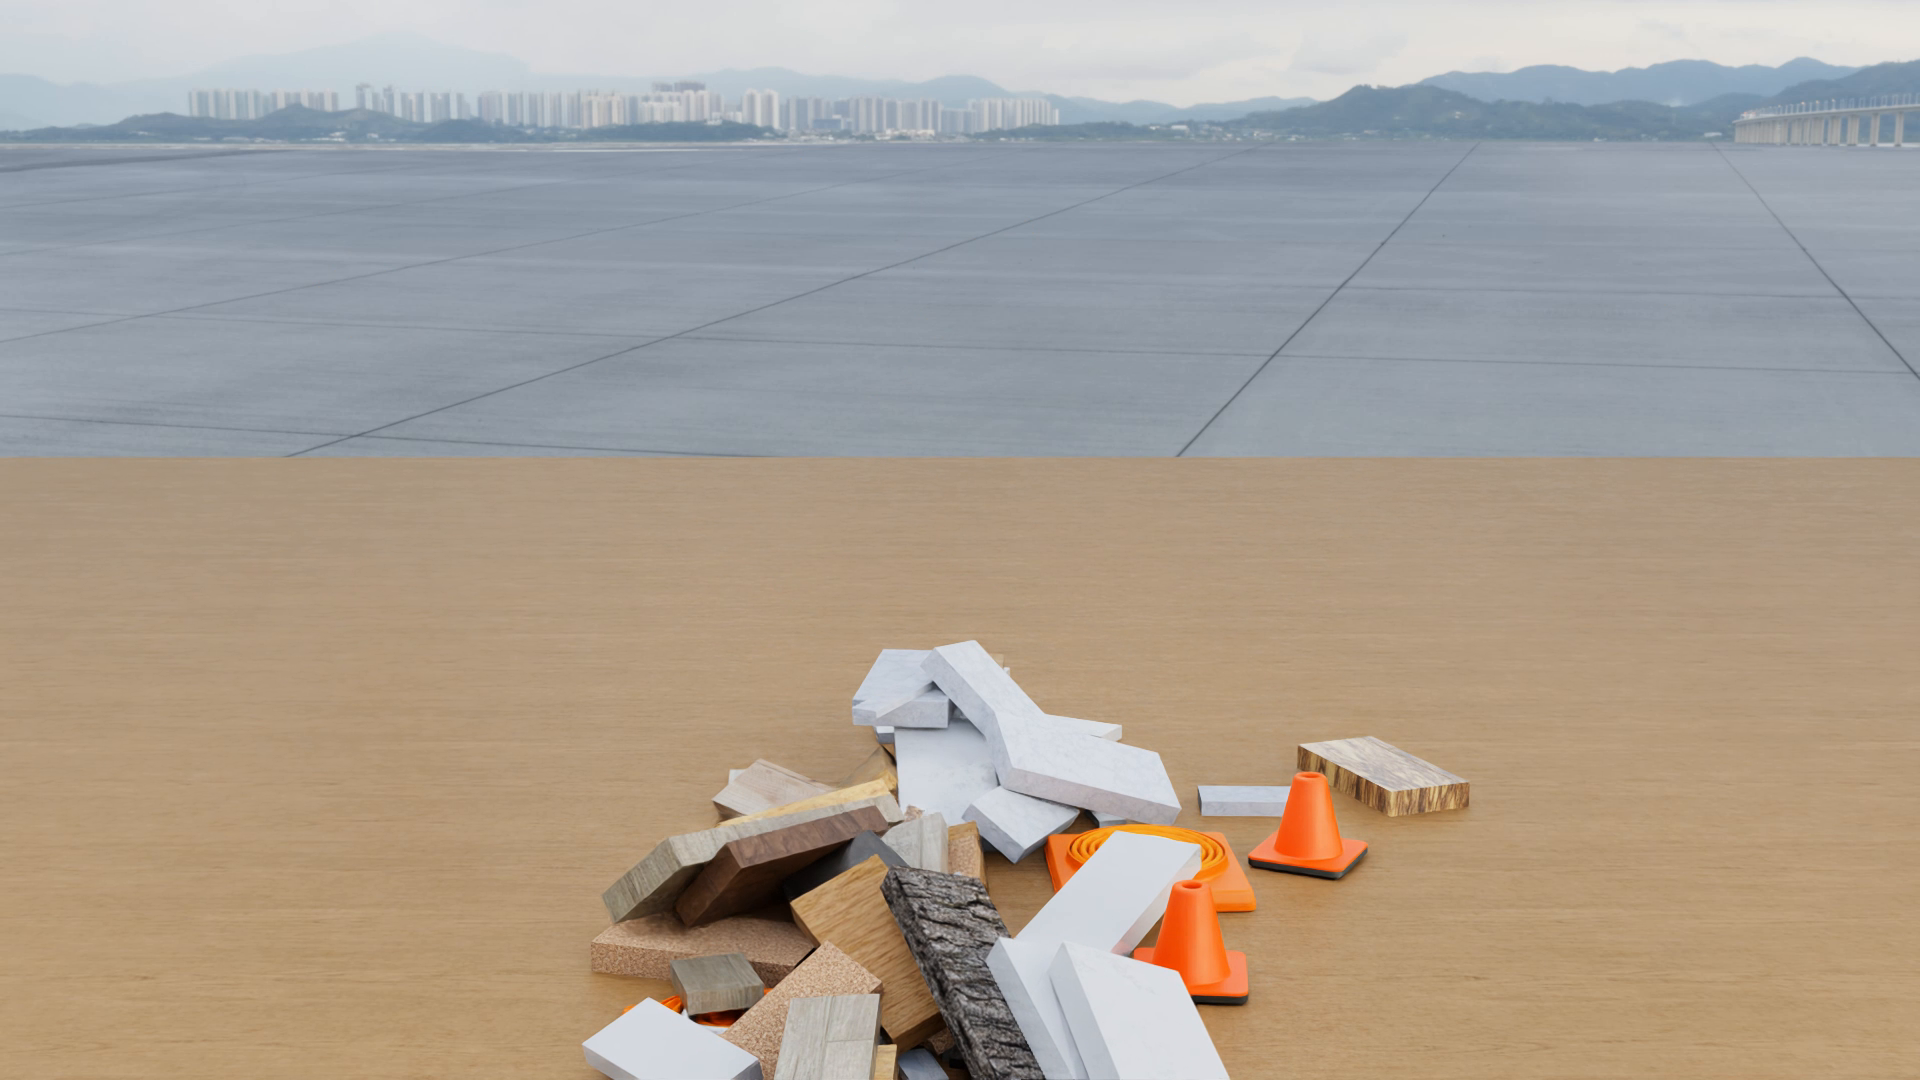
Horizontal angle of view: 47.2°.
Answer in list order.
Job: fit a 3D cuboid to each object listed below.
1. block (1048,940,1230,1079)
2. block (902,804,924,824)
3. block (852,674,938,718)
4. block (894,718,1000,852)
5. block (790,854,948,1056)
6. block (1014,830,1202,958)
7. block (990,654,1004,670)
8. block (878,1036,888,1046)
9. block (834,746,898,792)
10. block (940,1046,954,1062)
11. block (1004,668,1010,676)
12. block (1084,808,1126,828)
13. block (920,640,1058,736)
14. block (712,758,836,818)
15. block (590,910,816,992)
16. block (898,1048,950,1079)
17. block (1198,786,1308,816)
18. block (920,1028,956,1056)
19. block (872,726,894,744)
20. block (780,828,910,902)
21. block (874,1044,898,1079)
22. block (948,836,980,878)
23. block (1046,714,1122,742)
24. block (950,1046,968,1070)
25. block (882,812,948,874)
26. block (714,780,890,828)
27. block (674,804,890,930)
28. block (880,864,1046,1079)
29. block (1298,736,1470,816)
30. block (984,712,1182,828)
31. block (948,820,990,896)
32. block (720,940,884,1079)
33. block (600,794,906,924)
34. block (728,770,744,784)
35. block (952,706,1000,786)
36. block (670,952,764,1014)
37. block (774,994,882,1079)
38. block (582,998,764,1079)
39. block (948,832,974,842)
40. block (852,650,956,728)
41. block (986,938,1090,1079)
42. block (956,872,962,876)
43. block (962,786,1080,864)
[{"bbox_3d":[0.241,0.652,2.792,0.177,0.050,0.355,19,20,-20],"label":"block"},{"bbox_3d":[-0.106,0.527,3.723,0.029,0.101,0.202,23,12,2],"label":"block"},{"bbox_3d":[-0.118,0.292,4.116,0.051,0.015,0.247,6,14,27],"label":"block"},{"bbox_3d":[-0.025,0.445,4.018,0.179,0.051,0.358,-1,28,-3],"label":"block"},{"bbox_3d":[-0.103,0.576,3.077,0.146,0.041,0.292,-27,44,-19],"label":"block"},{"bbox_3d":[0.231,0.575,3.451,0.150,0.043,0.423,6,21,27],"label":"block"},{"bbox_3d":[0.062,0.265,4.647,0.060,0.017,0.191,1,7,2],"label":"block"},{"bbox_3d":[-0.167,0.668,3.081,0.106,0.030,0.212,16,7,-15],"label":"block"},{"bbox_3d":[-0.174,0.452,4.043,0.124,0.035,0.248,-43,6,0],"label":"block"},{"bbox_3d":[0.003,0.689,3.077,0.072,0.020,0.144,-1,11,-7],"label":"block"},{"bbox_3d":[0.009,0.308,4.543,0.148,0.042,0.296,2,7,9],"label":"block"},{"bbox_3d":[0.268,0.510,4.062,0.051,0.015,0.103,-2,11,-12],"label":"block"},{"bbox_3d":[0.102,0.348,4.163,0.382,0.048,0.171,46,21,17],"label":"block"},{"bbox_3d":[-0.337,0.478,4.022,0.124,0.035,0.248,-40,30,-26],"label":"block"},{"bbox_3d":[-0.376,0.624,3.355,0.330,0.047,0.165,3,11,17],"label":"block"},{"bbox_3d":[-0.054,0.714,2.961,0.052,0.015,0.103,-3,11,-17],"label":"block"},{"bbox_3d":[0.549,0.490,4.130,0.198,0.028,0.099,0,11,2],"label":"block"},{"bbox_3d":[-0.031,0.671,3.047,0.072,0.020,0.144,-27,11,-20],"label":"block"},{"bbox_3d":[-0.140,0.396,4.649,0.081,0.023,0.163,-1,11,-7],"label":"block"},{"bbox_3d":[-0.114,0.568,3.264,0.165,0.047,0.428,-29,25,-15],"label":"block"},{"bbox_3d":[-0.143,0.700,2.741,0.118,0.034,0.237,-3,13,2],"label":"block"},{"bbox_3d":[-0.028,0.560,3.483,0.115,0.033,0.230,-15,26,9],"label":"block"},{"bbox_3d":[0.228,0.401,4.612,0.198,0.028,0.099,6,12,29],"label":"block"},{"bbox_3d":[0.021,0.689,2.992,0.052,0.015,0.103,4,16,11],"label":"block"},{"bbox_3d":[-0.079,0.511,3.483,0.115,0.033,0.229,-19,17,6],"label":"block"},{"bbox_3d":[-0.296,0.503,3.718,0.355,0.050,0.177,-10,-26,-43],"label":"block"},{"bbox_3d":[-0.275,0.510,3.447,0.330,0.165,0.047,-7,55,-49],"label":"block"},{"bbox_3d":[0.034,0.602,2.938,0.146,0.041,0.456,14,24,-30],"label":"block"},{"bbox_3d":[0.816,0.455,4.263,0.171,0.048,0.342,-4,11,-21],"label":"block"},{"bbox_3d":[0.223,0.420,4.011,0.342,0.048,0.171,16,26,-20],"label":"block"},{"bbox_3d":[-0.011,0.543,3.658,0.101,0.029,0.202,-14,24,1],"label":"block"},{"bbox_3d":[-0.215,0.643,2.961,0.106,0.030,0.212,31,55,32],"label":"block"},{"bbox_3d":[-0.320,0.506,3.530,0.177,0.050,0.533,-41,-22,31],"label":"block"},{"bbox_3d":[-0.418,0.470,4.266,0.060,0.017,0.121,-1,11,-4],"label":"block"},{"bbox_3d":[0.003,0.405,4.205,0.179,0.051,0.358,0,28,-1],"label":"block"},{"bbox_3d":[-0.346,0.628,3.121,0.106,0.030,0.212,-4,2,-14],"label":"block"},{"bbox_3d":[-0.168,0.669,2.733,0.118,0.034,0.411,-4,13,2],"label":"block"},{"bbox_3d":[-0.381,0.689,2.907,0.233,0.033,0.117,16,36,43],"label":"block"},{"bbox_3d":[-0.019,0.554,3.558,0.101,0.029,0.202,-17,25,6],"label":"block"},{"bbox_3d":[-0.090,0.287,4.290,0.179,0.051,0.358,1,13,7],"label":"block"},{"bbox_3d":[0.156,0.642,2.871,0.150,0.043,0.301,14,24,-29],"label":"block"},{"bbox_3d":[-0.021,0.593,3.328,0.115,0.033,0.230,-23,25,-5],"label":"block"},{"bbox_3d":[0.110,0.486,3.889,0.124,0.035,0.248,39,23,15],"label":"block"}]
